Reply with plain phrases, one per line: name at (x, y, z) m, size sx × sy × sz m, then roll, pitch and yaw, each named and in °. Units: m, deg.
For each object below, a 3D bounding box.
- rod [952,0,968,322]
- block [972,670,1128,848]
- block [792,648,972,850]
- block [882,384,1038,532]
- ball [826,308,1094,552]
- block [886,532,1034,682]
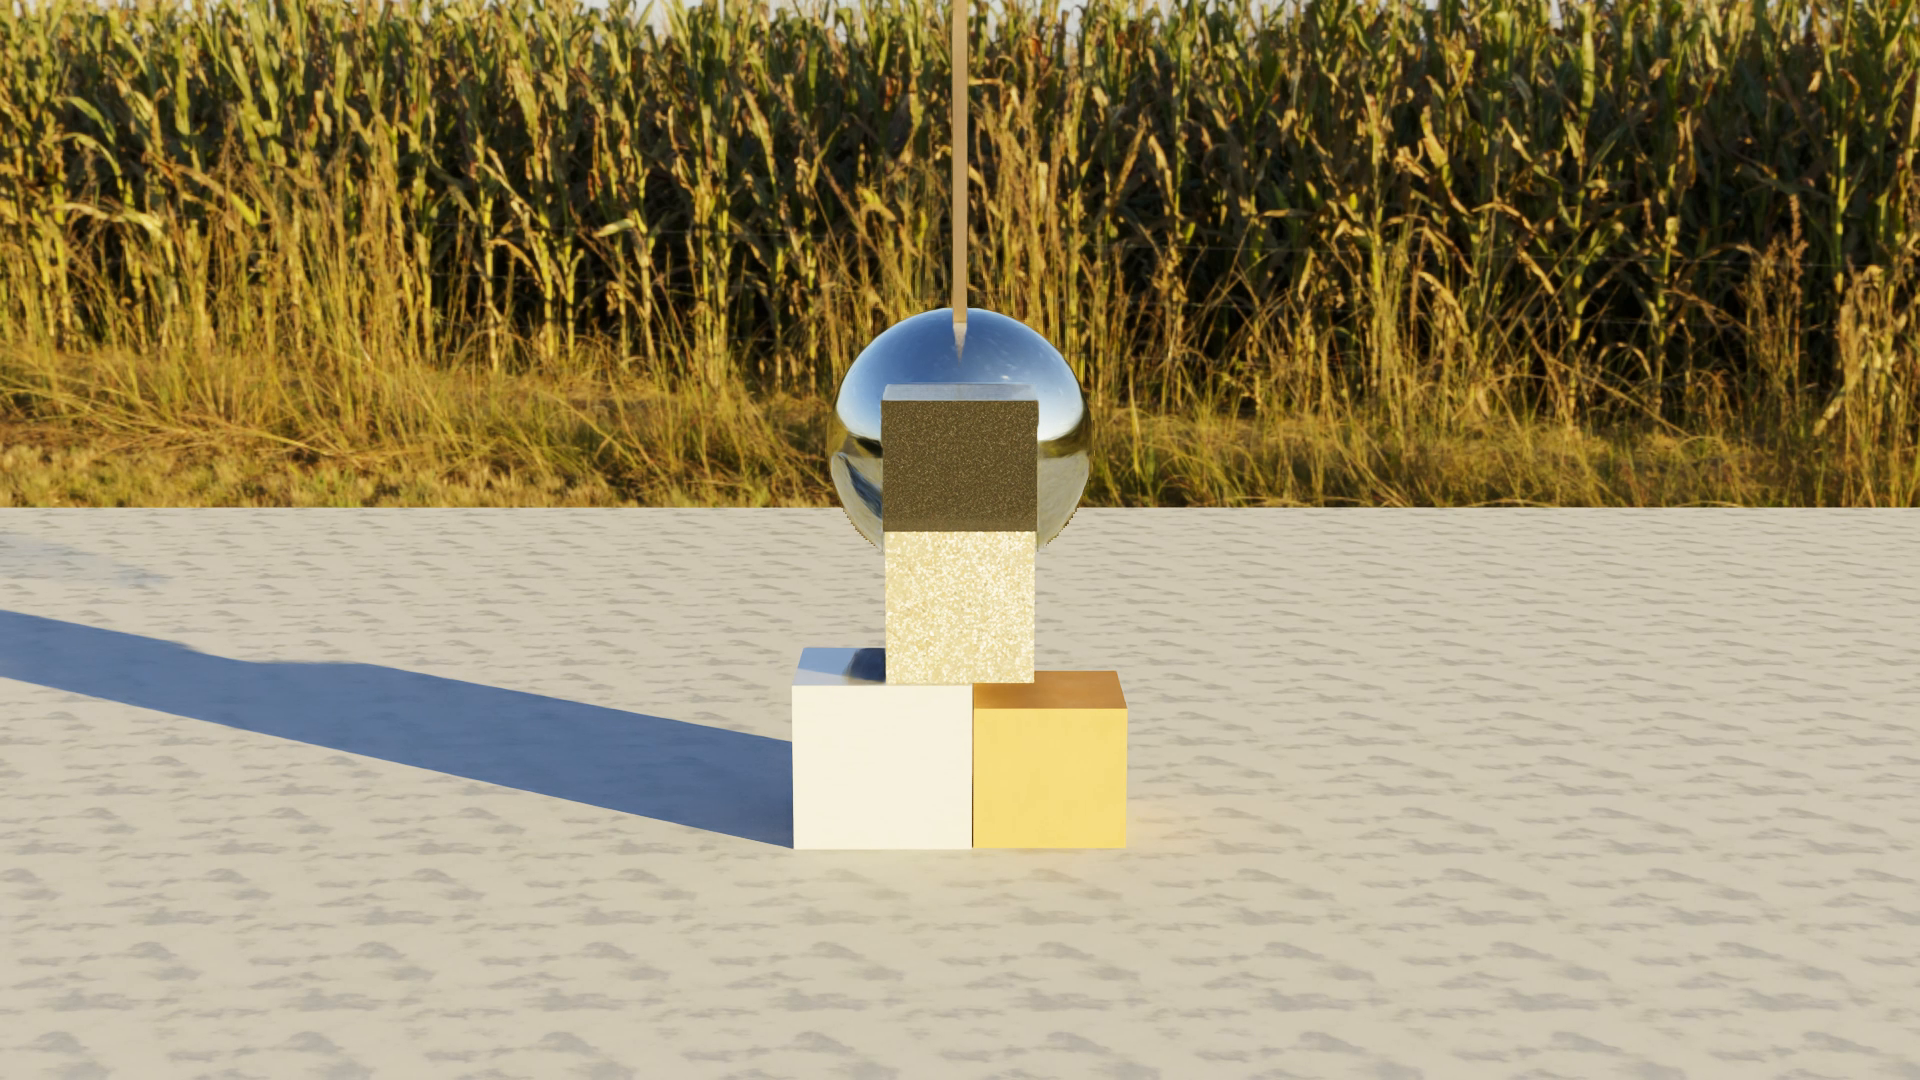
rod at (0.000, -3.521, 11.454) m, size 0.080 × 5.200 × 0.080 m, roll 0°, pitch 31°, yaw 0°
block at (0.450, 1.122, 11.381) m, size 0.764 × 0.721 × 0.799 m, roll 0°, pitch 10°, yaw 0°
block at (-0.387, 1.062, 11.366) m, size 0.890 × 0.843 × 0.828 m, roll 0°, pitch 10°, yaw 0°
block at (0.000, -0.427, 11.103) m, size 0.759 × 0.647 × 0.760 m, roll 0°, pitch 10°, yaw 0°
ball at (0.000, -0.592, 13.181) m, size 1.600 × 1.600 × 1.600 m, roll 0°, pitch 10°, yaw 0°
block at (0.000, 0.271, 11.219) m, size 0.735 × 0.767 × 0.701 m, roll 0°, pitch 10°, yaw 0°
